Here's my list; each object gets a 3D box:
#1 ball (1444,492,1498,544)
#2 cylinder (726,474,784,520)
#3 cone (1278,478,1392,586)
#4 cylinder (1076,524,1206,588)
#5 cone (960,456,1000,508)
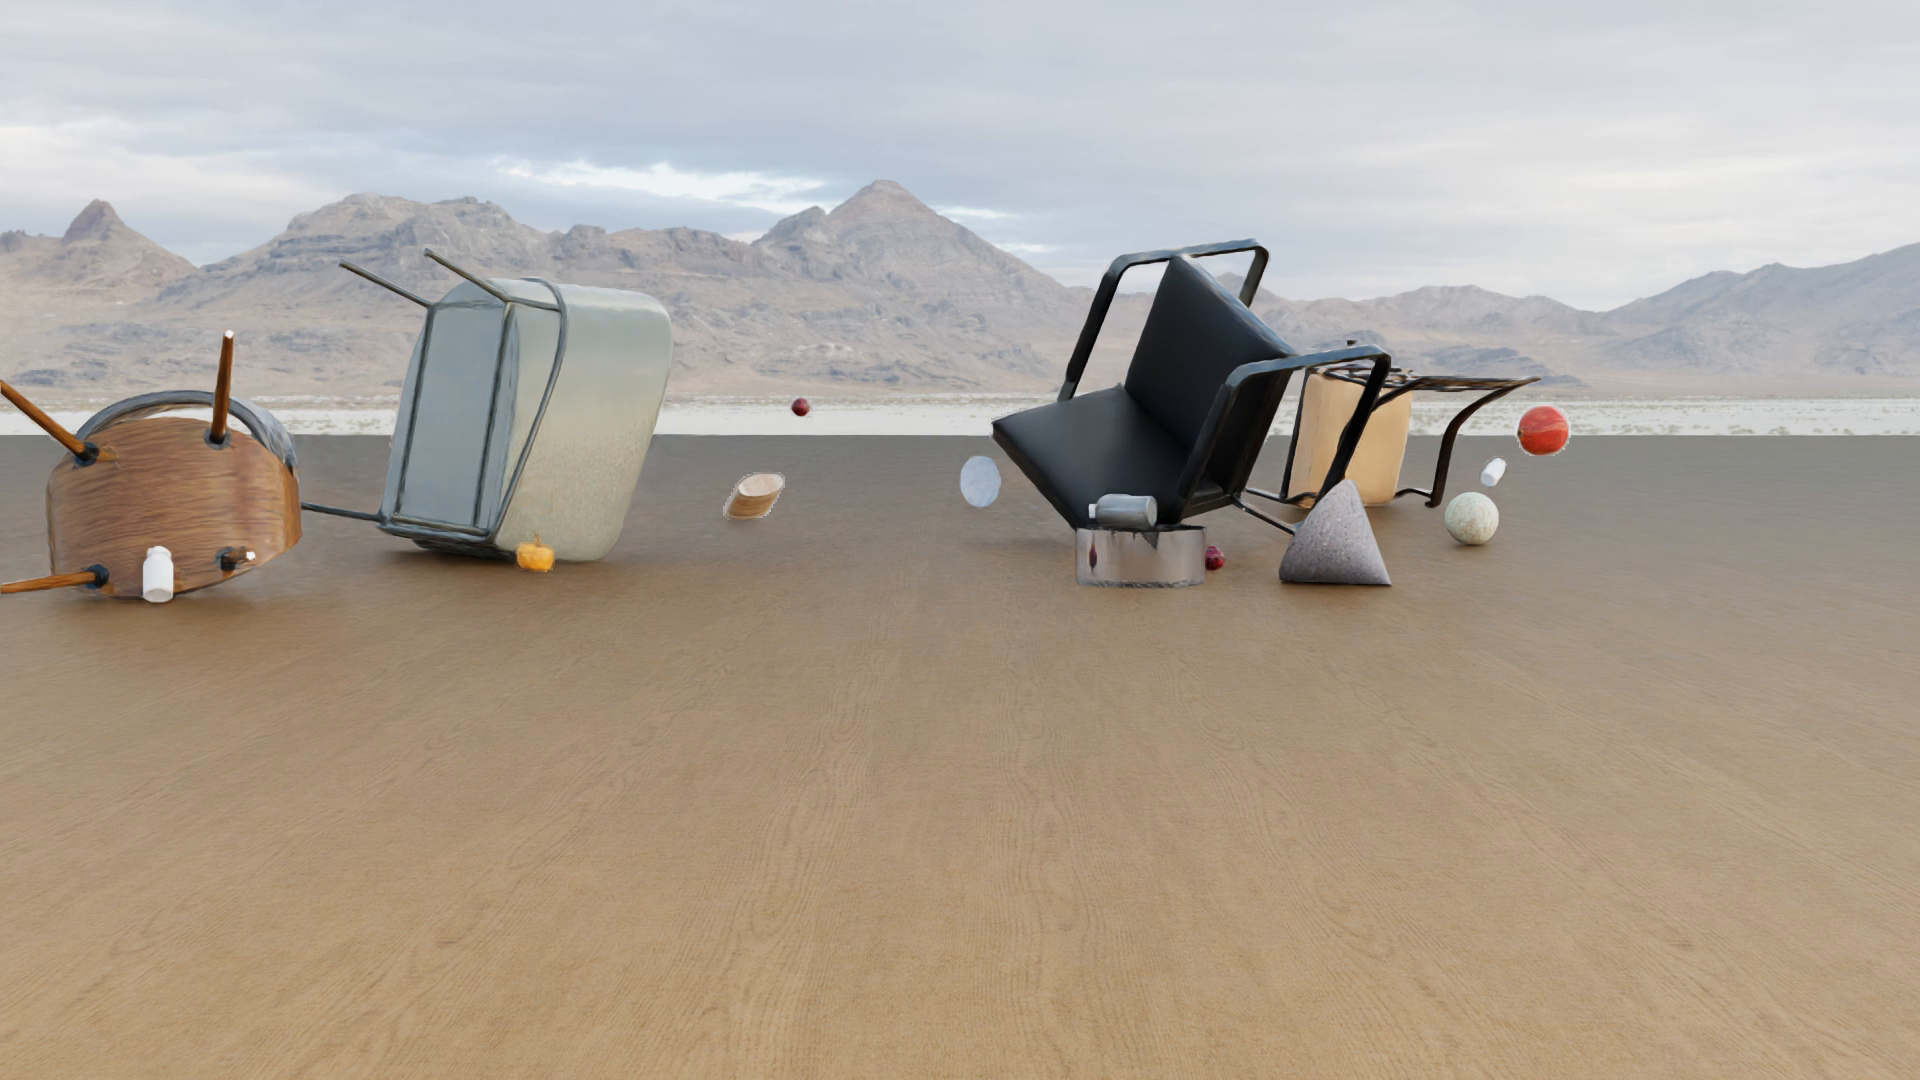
[{"bbox_3d":[1.474,-0.062,6.336,0.153,0.153,0.153,0,4,0],"label":"ball"},{"bbox_3d":[-0.699,-0.147,7.465,0.176,0.083,0.151,-17,-23,-33],"label":"cylinder"},{"bbox_3d":[0.907,0.041,5.057,0.219,0.314,0.273,39,63,21],"label":"cone"},{"bbox_3d":[0.419,0.035,5.094,0.300,0.129,0.295,-3,5,-41],"label":"cylinder"},{"bbox_3d":[0.114,-0.229,8.361,0.117,0.193,0.208,-11,-31,-48],"label":"cone"}]
